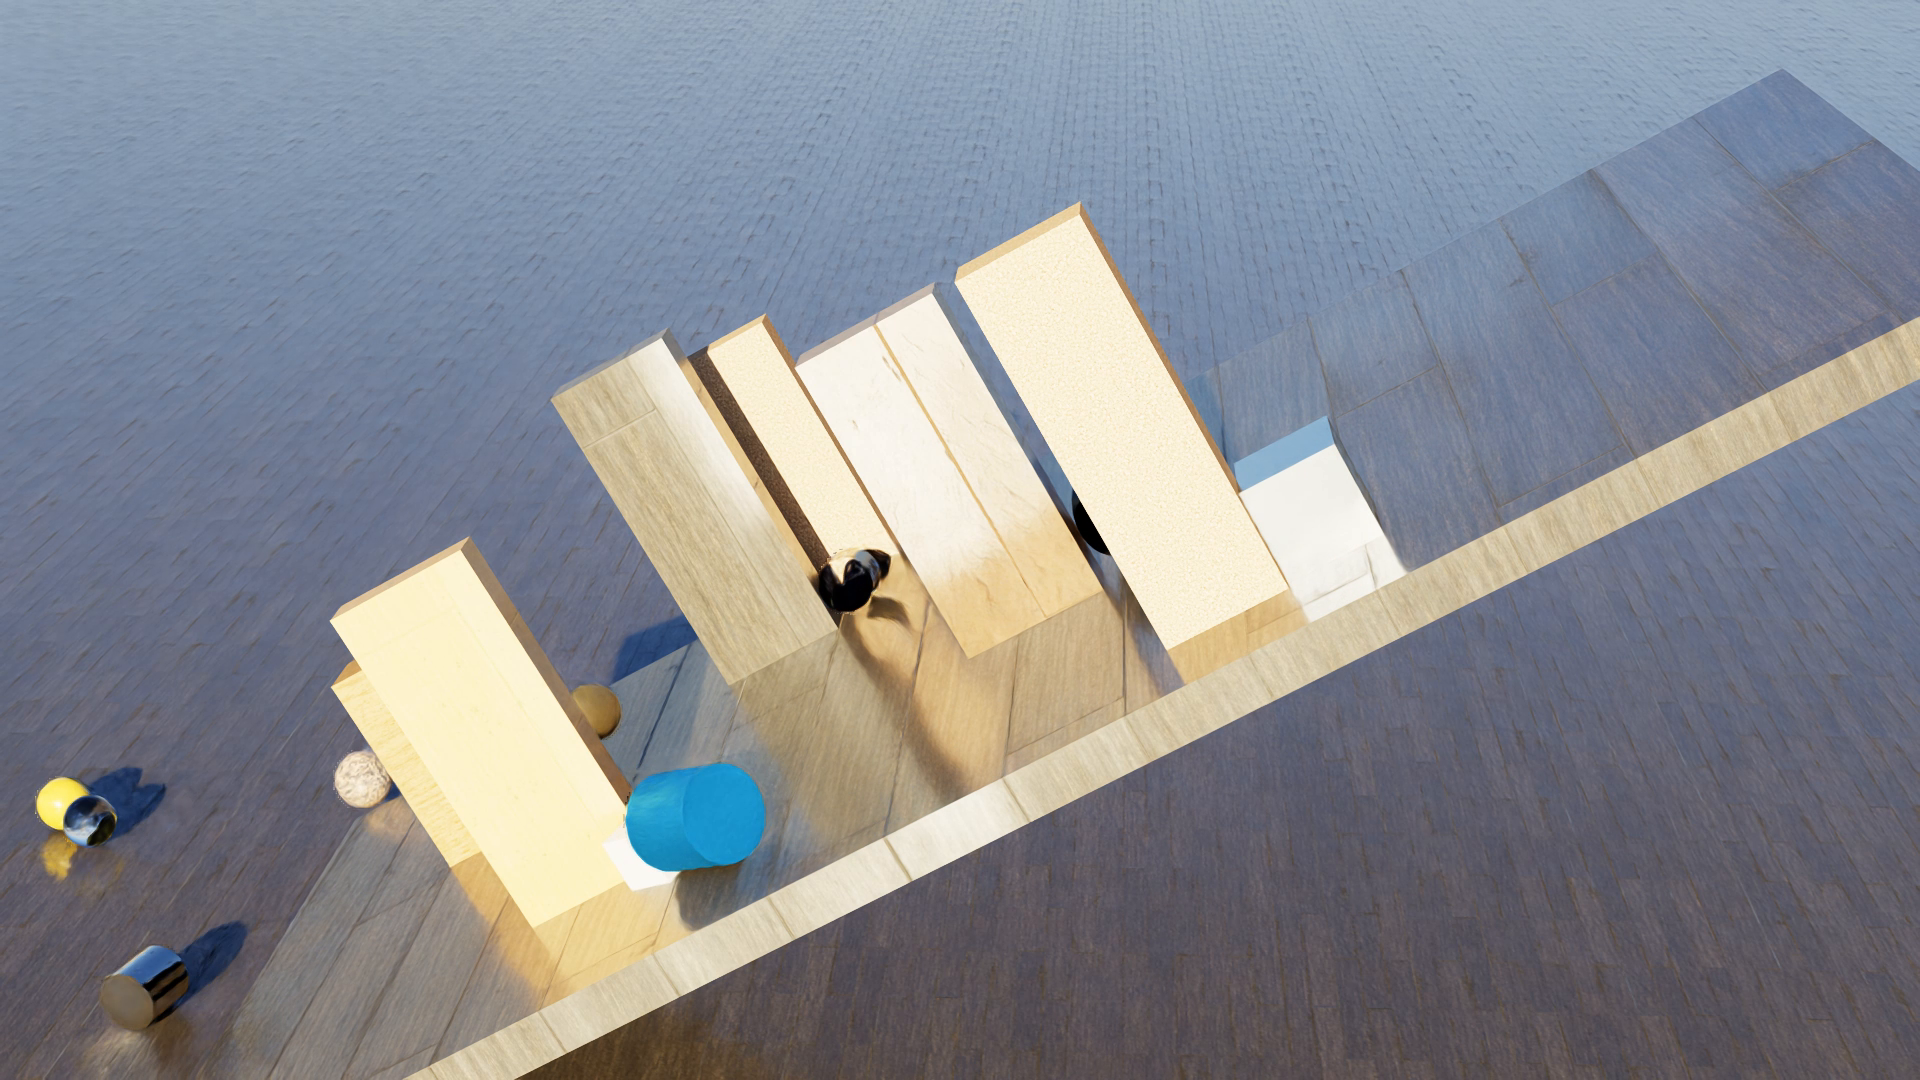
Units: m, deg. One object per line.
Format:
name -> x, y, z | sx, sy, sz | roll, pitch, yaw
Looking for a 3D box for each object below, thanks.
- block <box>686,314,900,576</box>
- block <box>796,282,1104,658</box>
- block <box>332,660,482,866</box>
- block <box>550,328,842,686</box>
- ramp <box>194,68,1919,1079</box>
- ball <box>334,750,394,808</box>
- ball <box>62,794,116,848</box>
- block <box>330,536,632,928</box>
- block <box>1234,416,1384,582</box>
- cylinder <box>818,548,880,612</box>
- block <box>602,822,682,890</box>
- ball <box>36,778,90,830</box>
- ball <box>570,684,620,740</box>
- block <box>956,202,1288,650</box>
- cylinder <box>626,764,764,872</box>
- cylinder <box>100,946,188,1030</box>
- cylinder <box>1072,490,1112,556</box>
block -> -0.479, -0.167, 7.131 | 0.395, 0.653, 0.090 | -28, 15, 11
block -> -0.016, -0.137, 5.993 | 0.316, 0.707, 0.102 | -28, 15, 11
block -> -1.115, 0.427, 6.701 | 0.393, 0.501, 0.147 | -28, 15, 11
block -> -0.602, -0.073, 6.784 | 0.297, 0.789, 0.103 | -28, 15, 11
ramp -> 0.142, 0.167, 6.283 | 4.000, 0.100, 2.000 | -28, 15, 11
ball -> -1.570, 0.630, 7.748 | 0.152, 0.152, 0.152 | 0, 18, 0
ball -> -2.264, 0.731, 7.652 | 0.137, 0.137, 0.137 | 0, 18, 0
block -> -0.922, 0.392, 5.914 | 0.308, 0.756, 0.088 | -28, 15, 11
block -> 0.649, -0.078, 5.493 | 0.197, 0.197, 0.197 | -28, 15, 11
cylinder -> -0.257, 0.092, 6.845 | 0.127, 0.127, 0.127 | 2, 11, 6
block -> -0.612, 0.610, 5.853 | 0.116, 0.116, 0.116 | -17, 19, 43
ball -> -2.362, 0.695, 7.757 | 0.140, 0.140, 0.140 | 0, 18, 0
ball -> -0.836, 0.391, 6.683 | 0.131, 0.131, 0.131 | 0, 18, 0
block -> 0.301, -0.204, 5.398 | 0.255, 0.799, 0.116 | -28, 15, 11
cylinder -> -0.516, 0.542, 5.733 | 0.195, 0.195, 0.195 | -17, 2, -41
cylinder -> -1.867, 1.025, 6.737 | 0.141, 0.141, 0.141 | 6, 22, 18
cylinder -> 0.373, -0.082, 6.050 | 0.204, 0.204, 0.204 | -16, 2, -40
